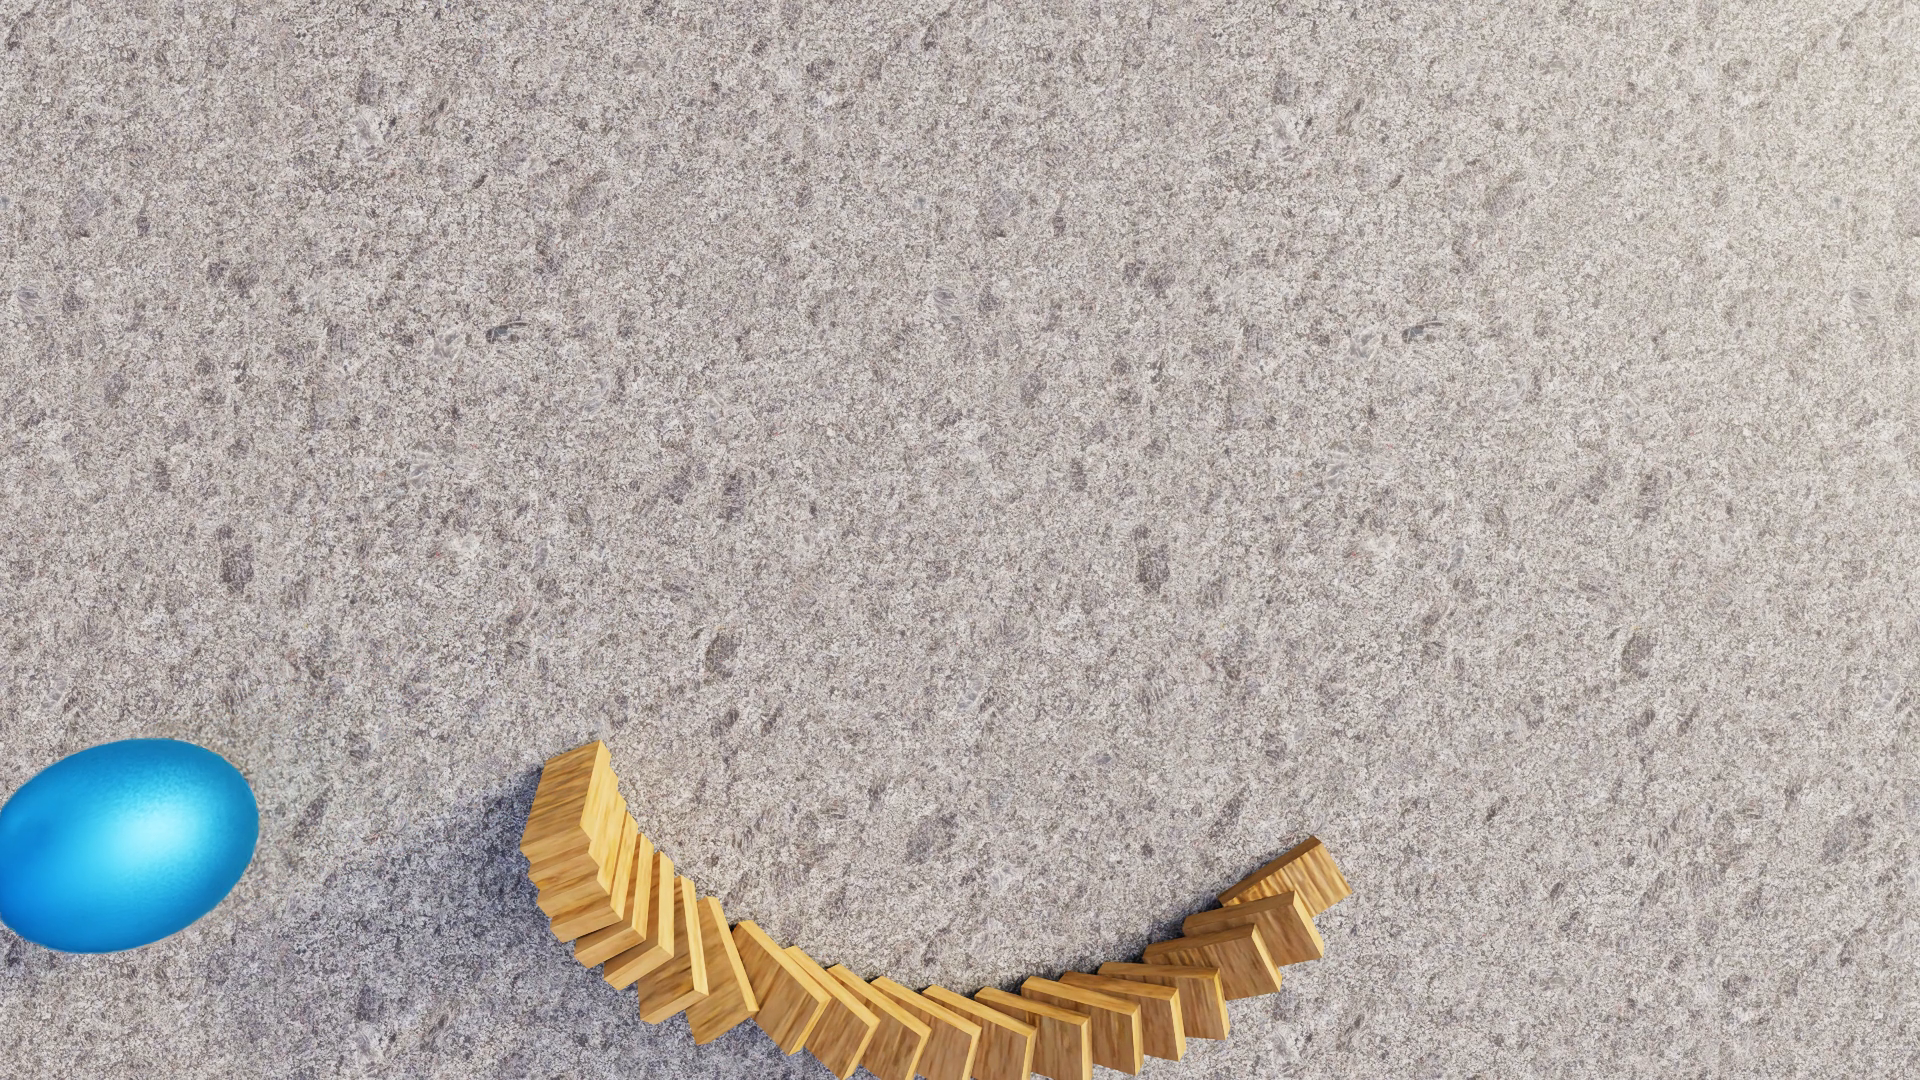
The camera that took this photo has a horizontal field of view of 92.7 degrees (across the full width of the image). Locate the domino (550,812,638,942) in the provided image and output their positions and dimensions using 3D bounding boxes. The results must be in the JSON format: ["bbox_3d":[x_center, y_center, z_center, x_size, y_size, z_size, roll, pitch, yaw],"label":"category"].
[{"bbox_3d":[-0.149,0.137,0.376,0.025,0.050,0.010,-21,120,0],"label":"domino"}]

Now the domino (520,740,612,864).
[{"bbox_3d":[-0.161,0.106,0.376,0.025,0.050,0.009,-21,120,0],"label":"domino"}]

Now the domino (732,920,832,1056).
[{"bbox_3d":[-0.080,0.187,0.385,0.050,0.009,0.025,31,90,27],"label":"domino"}]

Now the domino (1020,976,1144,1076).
[{"bbox_3d":[0.051,0.201,0.382,0.050,0.009,0.025,-2,95,32],"label":"domino"}]

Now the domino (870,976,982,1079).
[{"bbox_3d":[-0.017,0.207,0.384,0.050,0.009,0.025,14,90,27],"label":"domino"}]

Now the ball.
[{"bbox_3d":[-0.326,0.119,0.360,0.080,0.080,0.080,0,90,0],"label":"ball"}]

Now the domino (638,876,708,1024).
[{"bbox_3d":[-0.120,0.168,0.378,0.025,0.009,0.050,-30,46,3],"label":"domino"}]

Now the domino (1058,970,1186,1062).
[{"bbox_3d":[0.067,0.198,0.382,0.050,0.009,0.025,-7,92,33],"label":"domino"}]

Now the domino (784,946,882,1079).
[{"bbox_3d":[-0.060,0.197,0.384,0.050,0.009,0.025,28,92,27],"label":"domino"}]

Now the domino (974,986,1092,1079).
[{"bbox_3d":[0.030,0.207,0.383,0.050,0.009,0.025,-2,90,32],"label":"domino"}]

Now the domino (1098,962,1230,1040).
[{"bbox_3d":[0.085,0.193,0.384,0.050,0.010,0.025,-11,90,28],"label":"domino"}]

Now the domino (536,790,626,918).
[{"bbox_3d":[-0.154,0.127,0.376,0.025,0.050,0.009,-21,120,0],"label":"domino"}]

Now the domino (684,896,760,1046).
[{"bbox_3d":[-0.106,0.179,0.383,0.025,0.009,0.050,-33,60,0],"label":"domino"}]

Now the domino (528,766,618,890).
[{"bbox_3d":[-0.158,0.117,0.376,0.025,0.050,0.009,-21,120,0],"label":"domino"}]

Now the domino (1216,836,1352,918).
[{"bbox_3d":[0.140,0.153,0.395,0.050,0.009,0.025,-32,90,0],"label":"domino"}]

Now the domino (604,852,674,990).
[{"bbox_3d":[-0.131,0.155,0.376,0.025,0.050,0.009,-32,120,0],"label":"domino"}]

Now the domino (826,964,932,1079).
[{"bbox_3d":[-0.038,0.204,0.384,0.050,0.010,0.025,21,92,27],"label":"domino"}]

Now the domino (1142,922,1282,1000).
[{"bbox_3d":[0.105,0.179,0.384,0.050,0.009,0.025,-27,90,29],"label":"domino"}]

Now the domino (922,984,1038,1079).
[{"bbox_3d":[0.006,0.209,0.384,0.050,0.009,0.025,8,90,29],"label":"domino"}]

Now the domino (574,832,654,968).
[{"bbox_3d":[-0.141,0.147,0.376,0.025,0.050,0.010,-27,120,0],"label":"domino"}]

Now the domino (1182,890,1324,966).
[{"bbox_3d":[0.122,0.166,0.383,0.050,0.009,0.025,-28,92,29],"label":"domino"}]
